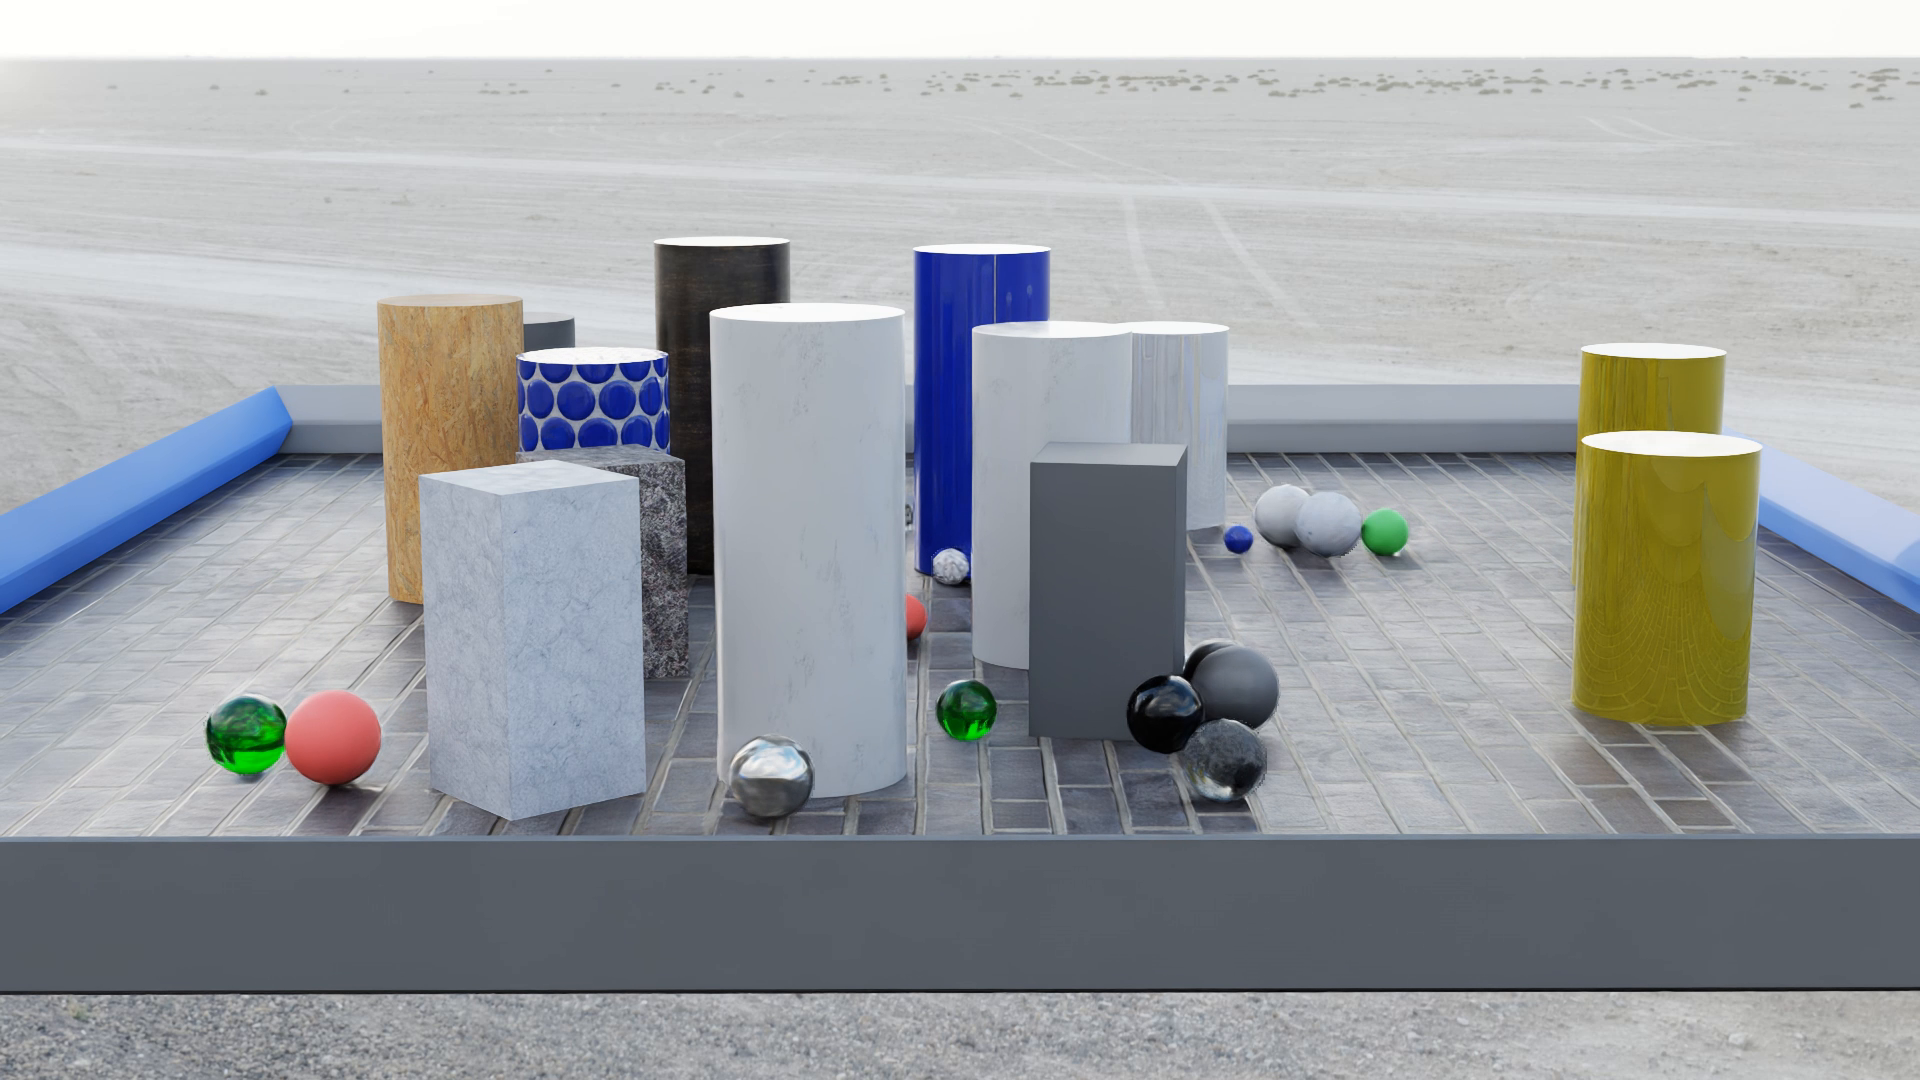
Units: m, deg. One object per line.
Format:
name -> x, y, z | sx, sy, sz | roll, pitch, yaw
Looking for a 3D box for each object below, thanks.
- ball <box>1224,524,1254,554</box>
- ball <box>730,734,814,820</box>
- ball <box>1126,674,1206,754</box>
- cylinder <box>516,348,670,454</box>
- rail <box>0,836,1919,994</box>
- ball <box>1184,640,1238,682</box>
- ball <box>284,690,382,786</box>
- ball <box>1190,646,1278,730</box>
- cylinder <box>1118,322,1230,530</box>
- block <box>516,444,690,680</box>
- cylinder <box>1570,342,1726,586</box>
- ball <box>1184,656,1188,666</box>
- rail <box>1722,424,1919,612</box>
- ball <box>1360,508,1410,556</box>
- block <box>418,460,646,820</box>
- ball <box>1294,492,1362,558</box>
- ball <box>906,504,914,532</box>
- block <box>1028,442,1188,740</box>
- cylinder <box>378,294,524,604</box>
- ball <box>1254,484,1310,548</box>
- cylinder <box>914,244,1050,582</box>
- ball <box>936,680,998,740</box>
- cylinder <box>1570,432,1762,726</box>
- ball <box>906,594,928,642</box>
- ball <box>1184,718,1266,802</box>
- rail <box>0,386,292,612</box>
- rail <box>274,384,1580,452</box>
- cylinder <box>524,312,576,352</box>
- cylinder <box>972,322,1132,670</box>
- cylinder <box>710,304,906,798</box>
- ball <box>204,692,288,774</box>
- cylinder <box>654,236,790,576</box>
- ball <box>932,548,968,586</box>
ball -> 0.420, -0.001, 3.868 | 0.045, 0.045, 0.045 | 0, 10, 0
ball -> -0.184, 0.231, 2.508 | 0.082, 0.082, 0.082 | 0, 10, 0
ball -> 0.220, 0.186, 2.745 | 0.085, 0.085, 0.085 | 0, 10, 0
cylinder -> -0.480, -0.068, 3.380 | 0.197, 0.353, 0.197 | 0, 10, 0
rail -> 0.008, 0.292, 2.050 | 2.583, 0.128, 0.045 | 0, 10, 0
ball -> 0.296, 0.154, 2.932 | 0.081, 0.081, 0.081 | 0, 10, 0
ball -> -0.641, 0.202, 2.626 | 0.097, 0.097, 0.097 | 0, 10, 0
ball -> 0.302, 0.166, 2.824 | 0.097, 0.097, 0.097 | 0, 10, 0
cylinder -> 0.332, -0.186, 4.133 | 0.197, 0.312, 0.197 | 0, 10, 0
block -> -0.434, 0.028, 3.113 | 0.158, 0.262, 0.158 | -6, 12, -27
cylinder -> 0.969, -0.101, 3.615 | 0.197, 0.333, 0.197 | 0, 10, 0
ball -> 0.257, 0.156, 3.024 | 0.044, 0.044, 0.044 | 0, 10, 0
rail -> 1.268, 0.032, 3.456 | 0.045, 0.128, 2.892 | 0, 10, 0
ball -> 0.638, -0.012, 3.853 | 0.071, 0.071, 0.071 | 0, 10, 0
block -> -0.430, 0.095, 2.584 | 0.158, 0.323, 0.158 | -9, 14, -40
ball -> 0.549, -0.023, 3.832 | 0.098, 0.098, 0.098 | 0, 10, 0
ball -> -0.096, -0.035, 4.032 | 0.051, 0.051, 0.051 | 0, 10, 0
block -> 0.166, 0.054, 2.856 | 0.158, 0.305, 0.158 | 2, 11, 9
cylinder -> -0.701, -0.130, 3.564 | 0.197, 0.408, 0.197 | 0, 10, 0
ball -> 0.497, -0.036, 3.918 | 0.096, 0.096, 0.096 | 0, 10, 0
cylinder -> 0.031, -0.188, 3.717 | 0.197, 0.466, 0.197 | 0, 10, 0
ball -> 0.007, 0.185, 2.800 | 0.067, 0.067, 0.067 | 0, 10, 0
cylinder -> 0.805, 0.040, 2.932 | 0.197, 0.304, 0.197 | 0, 10, 0
ball -> -0.073, 0.100, 3.271 | 0.063, 0.063, 0.063 | 0, 10, 0
ball -> 0.265, 0.220, 2.568 | 0.082, 0.082, 0.082 | 0, 10, 0
rail -> -1.268, 0.034, 3.442 | 0.045, 0.128, 2.892 | 0, 10, 0
rail -> -0.008, -0.226, 4.847 | 2.583, 0.128, 0.045 | 0, 10, 0
cylinder -> -0.677, -0.160, 3.878 | 0.197, 0.353, 0.197 | 0, 10, 0
cylinder -> 0.113, -0.059, 3.185 | 0.197, 0.407, 0.197 | 0, 10, 0
cylinder -> -0.154, 0.006, 2.635 | 0.197, 0.480, 0.197 | 0, 10, 0
ball -> -0.741, 0.201, 2.665 | 0.084, 0.084, 0.084 | 0, 10, 0
cylinder -> -0.345, -0.200, 3.762 | 0.197, 0.474, 0.197 | 0, 10, 0
ball -> -0.014, 0.038, 3.636 | 0.052, 0.052, 0.052 | 0, 10, 0
